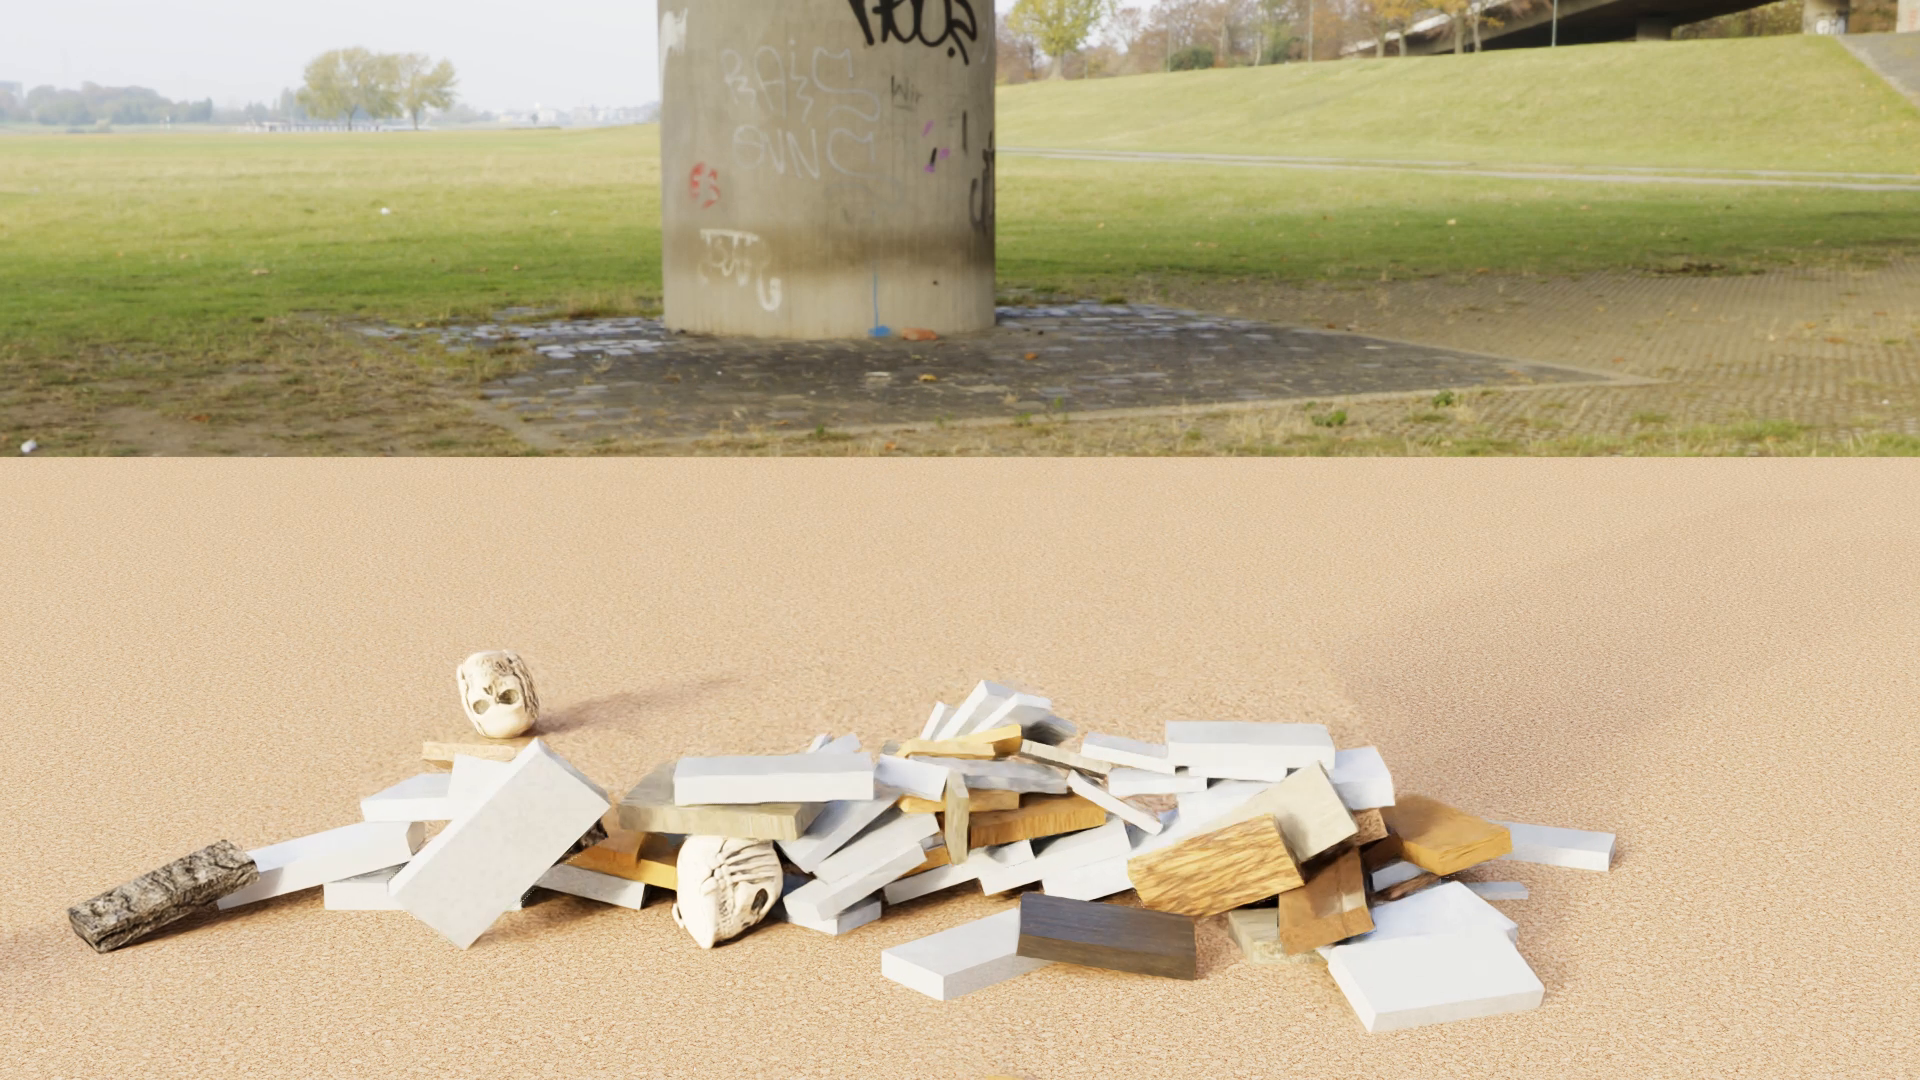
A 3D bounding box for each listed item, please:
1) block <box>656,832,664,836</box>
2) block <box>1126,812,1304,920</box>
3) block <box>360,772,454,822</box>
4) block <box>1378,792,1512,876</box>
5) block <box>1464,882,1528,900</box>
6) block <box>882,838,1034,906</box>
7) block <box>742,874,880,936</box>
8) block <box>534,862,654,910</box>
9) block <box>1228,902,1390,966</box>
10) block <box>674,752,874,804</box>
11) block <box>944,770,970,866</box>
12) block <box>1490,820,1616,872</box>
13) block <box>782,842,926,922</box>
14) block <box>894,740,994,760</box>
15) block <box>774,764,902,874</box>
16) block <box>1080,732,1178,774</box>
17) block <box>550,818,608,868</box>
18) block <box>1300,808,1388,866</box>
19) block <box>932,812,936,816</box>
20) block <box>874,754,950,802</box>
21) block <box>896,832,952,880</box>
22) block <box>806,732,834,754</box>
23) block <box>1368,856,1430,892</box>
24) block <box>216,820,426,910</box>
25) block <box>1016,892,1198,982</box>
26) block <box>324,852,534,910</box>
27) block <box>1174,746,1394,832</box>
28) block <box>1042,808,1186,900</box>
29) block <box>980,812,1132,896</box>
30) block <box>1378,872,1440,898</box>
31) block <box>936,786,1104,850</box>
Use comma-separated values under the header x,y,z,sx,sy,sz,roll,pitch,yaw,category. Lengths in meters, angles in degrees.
x,y,z,sx,sy,sz,roll,pitch,yaw,category
-0.418,0.447,3.783,0.031,0.109,0.219,44,32,21,block
0.400,0.521,3.449,0.248,0.124,0.035,-21,23,18,block
-0.866,0.430,3.692,0.267,0.038,0.134,-7,11,36,block
0.787,0.492,3.698,0.139,0.039,0.277,-15,11,-19,block
0.892,0.584,3.662,0.095,0.014,0.048,-1,11,-3,block
-0.004,0.533,3.659,0.251,0.036,0.126,-18,10,3,block
-0.243,0.592,3.579,0.211,0.030,0.105,8,13,38,block
-0.669,0.532,3.664,0.320,0.045,0.160,13,10,1,block
0.572,0.614,3.434,0.276,0.039,0.138,-2,11,-9,block
-0.292,0.375,3.462,0.306,0.043,0.153,-1,6,-4,block
-0.005,0.441,3.496,0.020,0.138,0.069,-5,33,-12,block
1.029,0.536,3.870,0.228,0.032,0.114,4,11,22,block
-0.168,0.542,3.512,0.211,0.030,0.105,-27,13,-31,block
-0.031,0.367,3.678,0.159,0.023,0.080,6,-38,-28,block
-0.198,0.444,3.551,0.203,0.029,0.102,-38,32,-15,block
0.285,0.354,3.662,0.158,0.022,0.079,11,12,10,block
-0.672,0.472,3.481,0.203,0.102,0.029,-28,23,-11,block
0.526,0.497,3.643,0.343,0.049,0.171,-20,10,7,block
-0.045,0.492,3.847,0.150,0.075,0.021,-19,-9,22,block
-0.078,0.381,3.523,0.113,0.016,0.057,11,49,10,block
-0.102,0.531,3.654,0.211,0.030,0.105,-18,9,5,block
-0.256,0.446,3.940,0.028,0.099,0.197,-22,23,33,block
0.758,0.532,3.717,0.228,0.032,0.114,-16,11,-23,block
-1.061,0.528,3.657,0.320,0.045,0.160,-14,10,-3,block
0.222,0.602,3.347,0.267,0.038,0.134,8,19,1,block
-0.877,0.567,3.668,0.320,0.045,0.160,0,11,0,block
0.529,0.410,3.627,0.343,0.049,0.171,-8,10,4,block
0.305,0.517,3.654,0.343,0.049,0.171,-17,10,3,block
0.157,0.519,3.658,0.251,0.036,0.126,-17,10,3,block
0.743,0.570,3.656,0.095,0.014,0.048,-15,11,-19,block
0.100,0.459,3.649,0.251,0.036,0.126,-6,11,-27,block
